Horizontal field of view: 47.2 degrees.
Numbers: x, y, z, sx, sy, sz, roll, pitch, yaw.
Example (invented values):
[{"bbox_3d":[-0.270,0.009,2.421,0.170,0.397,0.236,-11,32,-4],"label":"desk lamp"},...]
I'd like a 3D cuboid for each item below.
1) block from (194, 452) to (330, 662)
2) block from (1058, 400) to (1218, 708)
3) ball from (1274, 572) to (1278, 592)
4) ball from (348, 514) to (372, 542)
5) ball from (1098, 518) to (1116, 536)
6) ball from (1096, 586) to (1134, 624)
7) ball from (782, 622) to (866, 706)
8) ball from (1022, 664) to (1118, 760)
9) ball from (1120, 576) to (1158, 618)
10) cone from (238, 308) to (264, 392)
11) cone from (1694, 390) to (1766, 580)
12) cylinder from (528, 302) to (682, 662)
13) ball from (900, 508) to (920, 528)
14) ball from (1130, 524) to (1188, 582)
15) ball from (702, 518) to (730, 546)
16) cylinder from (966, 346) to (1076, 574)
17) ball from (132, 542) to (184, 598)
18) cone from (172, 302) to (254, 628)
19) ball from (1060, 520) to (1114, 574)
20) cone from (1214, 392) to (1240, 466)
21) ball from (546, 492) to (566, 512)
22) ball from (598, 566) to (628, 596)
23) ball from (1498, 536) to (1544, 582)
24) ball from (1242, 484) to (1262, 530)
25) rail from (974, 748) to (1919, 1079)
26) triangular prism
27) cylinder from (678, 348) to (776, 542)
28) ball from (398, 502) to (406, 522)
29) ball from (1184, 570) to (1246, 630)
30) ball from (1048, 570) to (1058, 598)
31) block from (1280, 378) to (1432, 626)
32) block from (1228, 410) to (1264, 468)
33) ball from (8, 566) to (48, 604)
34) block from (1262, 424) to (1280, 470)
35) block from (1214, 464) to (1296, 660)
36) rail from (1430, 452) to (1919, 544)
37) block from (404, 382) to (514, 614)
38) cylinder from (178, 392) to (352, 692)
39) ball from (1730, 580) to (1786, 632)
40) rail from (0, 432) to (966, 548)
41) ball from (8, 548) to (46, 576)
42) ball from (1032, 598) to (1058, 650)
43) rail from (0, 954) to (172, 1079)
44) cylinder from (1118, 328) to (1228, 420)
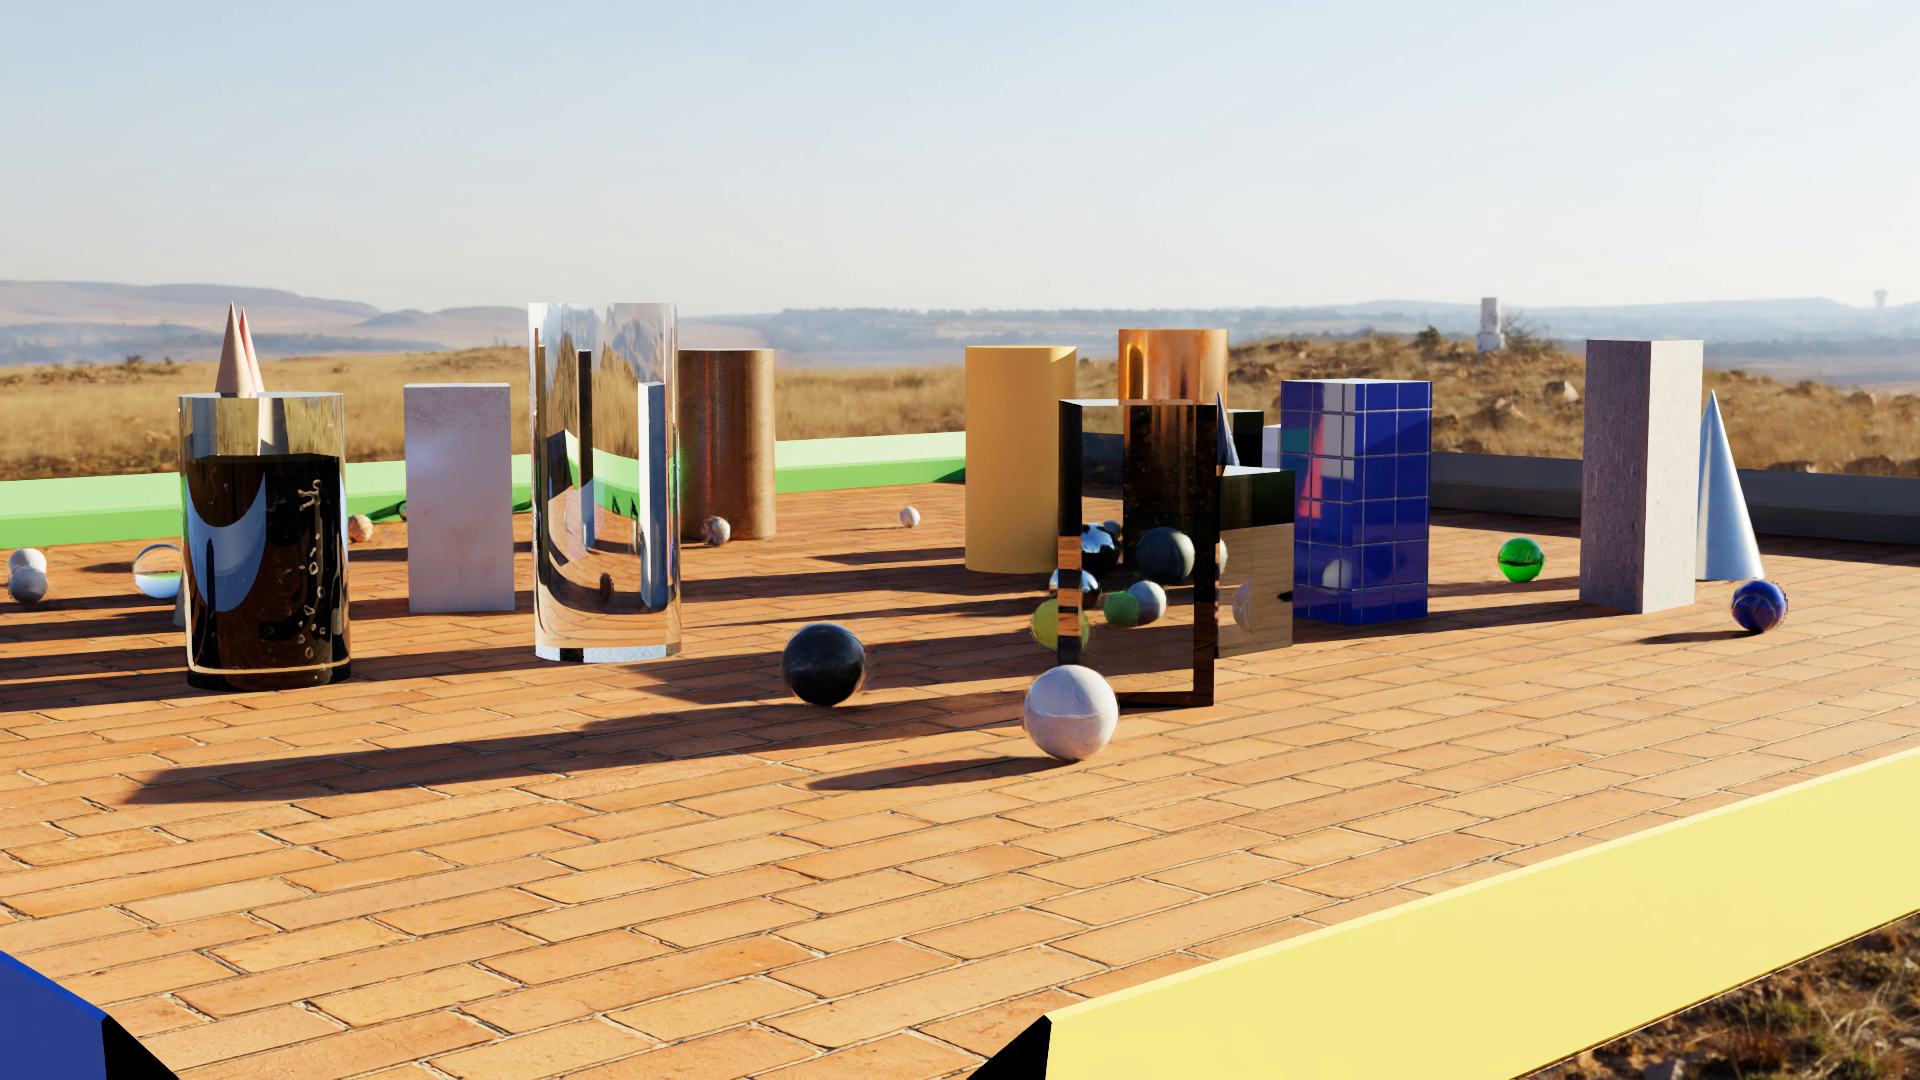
[{"bbox_3d":[-0.903,0.017,2.856,0.151,0.254,0.151,-1,6,-13],"label":"block"},{"bbox_3d":[0.200,0.012,2.513,0.151,0.338,0.151,-1,6,-7],"label":"block"},{"bbox_3d":[0.509,0.063,3.336,0.063,0.063,0.063,0,6,0],"label":"ball"},{"bbox_3d":[-1.145,-0.022,4.182,0.054,0.054,0.054,0,6,0],"label":"ball"},{"bbox_3d":[0.280,-0.022,4.244,0.042,0.042,0.042,0,6,0],"label":"ball"},{"bbox_3d":[0.219,0.092,3.111,0.052,0.052,0.052,0,6,0],"label":"ball"},{"bbox_3d":[-0.152,0.139,2.465,0.094,0.094,0.094,0,6,0],"label":"ball"},{"bbox_3d":[0.109,0.170,2.172,0.094,0.094,0.094,0,6,0],"label":"ball"},{"bbox_3d":[0.255,0.083,3.160,0.060,0.060,0.060,0,6,0],"label":"ball"},{"bbox_3d":[-1.106,-0.138,3.414,0.189,0.446,0.189,0,6,0],"label":"cone"},{"bbox_3d":[1.256,-0.098,3.686,0.189,0.310,0.189,0,6,0],"label":"cone"},{"bbox_3d":[-0.457,-0.080,2.839,0.189,0.450,0.189,0,6,0],"label":"cylinder"},{"bbox_3d":[-0.103,-0.045,4.465,0.042,0.042,0.042,0,6,0],"label":"ball"},{"bbox_3d":[0.325,0.020,3.592,0.095,0.095,0.095,0,6,0],"label":"ball"},{"bbox_3d":[-0.457,-0.016,4.122,0.054,0.054,0.054,0,6,0],"label":"ball"},{"bbox_3d":[0.104,-0.141,3.769,0.189,0.378,0.189,0,6,0],"label":"cylinder"},{"bbox_3d":[-1.224,0.047,3.374,0.086,0.086,0.086,0,6,0],"label":"ball"},{"bbox_3d":[-1.028,-0.113,3.126,0.189,0.457,0.189,0,6,0],"label":"cone"},{"bbox_3d":[0.212,0.013,3.675,0.091,0.091,0.091,0,6,0],"label":"ball"},{"bbox_3d":[0.405,-0.079,3.467,0.189,0.317,0.189,0,6,0],"label":"cone"},{"bbox_3d":[-0.887,-0.084,4.825,0.042,0.042,0.042,0,6,0],"label":"ball"},{"bbox_3d":[-0.538,0.064,3.405,0.045,0.045,0.045,0,6,0],"label":"ball"},{"bbox_3d":[0.913,0.032,3.579,0.074,0.074,0.074,0,6,0],"label":"ball"},{"bbox_3d":[0.614,-0.068,4.424,0.094,0.094,0.094,0,6,0],"label":"ball"},{"bbox_3d":[1.169,0.165,2.072,3.746,0.123,0.045,-6,8,-42],"label":"rail"},{"bbox_3d":[0.999,-0.101,3.296,0.142,0.396,0.164,6,8,45],"label":"triangular prism"},{"bbox_3d":[-0.454,-0.188,4.278,0.189,0.364,0.189,0,6,0],"label":"cylinder"},{"bbox_3d":[-1.148,-0.059,4.585,0.044,0.044,0.044,0,6,0],"label":"ball"},{"bbox_3d":[0.353,0.083,3.044,0.083,0.083,0.083,0,6,0],"label":"ball"},{"bbox_3d":[0.165,0.069,3.268,0.066,0.066,0.066,0,6,0],"label":"ball"},{"bbox_3d":[0.570,-0.060,3.177,0.151,0.340,0.151,-4,7,-34],"label":"block"},{"bbox_3d":[0.478,-0.127,4.253,0.151,0.247,0.151,-5,8,-37],"label":"block"},{"bbox_3d":[-1.406,0.068,3.320,0.055,0.055,0.055,0,6,0],"label":"ball"},{"bbox_3d":[0.623,-0.079,3.831,0.151,0.240,0.151,3,7,27],"label":"block"},{"bbox_3d":[0.331,0.024,2.890,0.151,0.233,0.151,-6,8,-43],"label":"block"},{"bbox_3d":[1.359,-0.100,4.579,0.045,0.123,3.495,-6,8,-42],"label":"rail"},{"bbox_3d":[-0.748,-0.067,3.289,0.151,0.330,0.151,-1,6,-12],"label":"block"},{"bbox_3d":[-0.832,-0.003,2.634,0.189,0.341,0.189,0,6,0],"label":"cylinder"},{"bbox_3d":[1.099,0.090,3.030,0.072,0.072,0.072,0,6,0],"label":"ball"},{"bbox_3d":[-1.169,-0.101,4.592,3.746,0.123,0.045,-6,8,-42],"label":"rail"},{"bbox_3d":[-1.512,0.041,3.564,0.058,0.058,0.058,0,6,0],"label":"ball"},{"bbox_3d":[0.127,0.110,2.871,0.067,0.067,0.067,0,6,0],"label":"ball"},{"bbox_3d":[-1.359,0.164,2.085,0.045,0.123,3.495,-6,8,-42],"label":"rail"},{"bbox_3d":[0.369,-0.162,3.823,0.189,0.408,0.189,0,6,0],"label":"cylinder"}]
